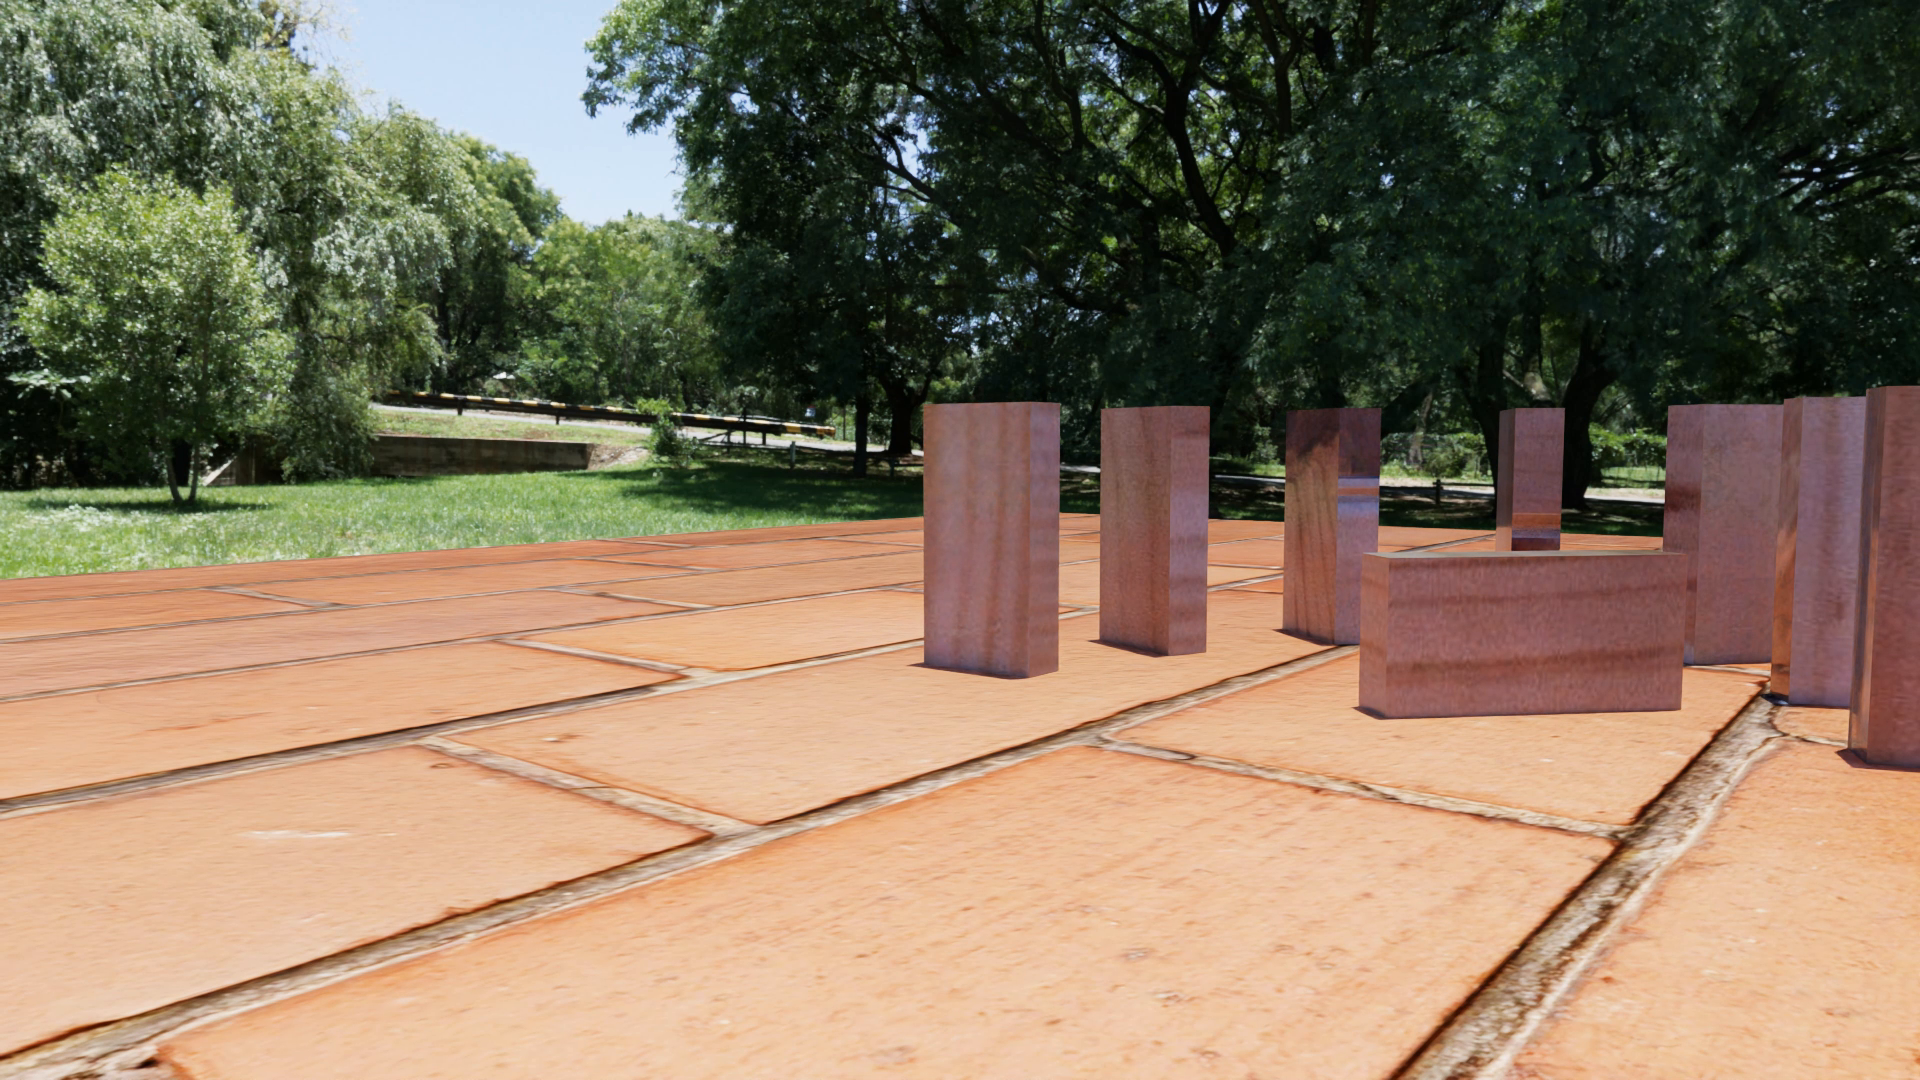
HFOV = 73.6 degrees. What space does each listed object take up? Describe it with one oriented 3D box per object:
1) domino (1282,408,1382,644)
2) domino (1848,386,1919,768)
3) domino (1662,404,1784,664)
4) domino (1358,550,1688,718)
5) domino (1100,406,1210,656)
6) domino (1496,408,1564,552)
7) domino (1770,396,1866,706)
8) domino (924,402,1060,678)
[{"bbox_3d":[0.082,-0.004,0.283,0.009,0.050,0.025,-1,4,-11],"label":"domino"},{"bbox_3d":[0.134,0.005,0.169,0.025,0.050,0.009,2,5,22],"label":"domino"},{"bbox_3d":[0.153,-0.001,0.253,0.025,0.050,0.009,-1,4,-11],"label":"domino"},{"bbox_3d":[0.090,0.015,0.206,0.050,0.025,0.010,-1,4,-8],"label":"domino"},{"bbox_3d":[0.040,-0.003,0.269,0.010,0.050,0.025,-2,5,-27],"label":"domino"},{"bbox_3d":[0.125,-0.004,0.282,0.010,0.050,0.025,1,4,16],"label":"domino"},{"bbox_3d":[0.149,0.002,0.209,0.025,0.050,0.009,1,4,17],"label":"domino"},{"bbox_3d":[0.006,-0.001,0.243,0.025,0.050,0.009,3,5,38],"label":"domino"}]
